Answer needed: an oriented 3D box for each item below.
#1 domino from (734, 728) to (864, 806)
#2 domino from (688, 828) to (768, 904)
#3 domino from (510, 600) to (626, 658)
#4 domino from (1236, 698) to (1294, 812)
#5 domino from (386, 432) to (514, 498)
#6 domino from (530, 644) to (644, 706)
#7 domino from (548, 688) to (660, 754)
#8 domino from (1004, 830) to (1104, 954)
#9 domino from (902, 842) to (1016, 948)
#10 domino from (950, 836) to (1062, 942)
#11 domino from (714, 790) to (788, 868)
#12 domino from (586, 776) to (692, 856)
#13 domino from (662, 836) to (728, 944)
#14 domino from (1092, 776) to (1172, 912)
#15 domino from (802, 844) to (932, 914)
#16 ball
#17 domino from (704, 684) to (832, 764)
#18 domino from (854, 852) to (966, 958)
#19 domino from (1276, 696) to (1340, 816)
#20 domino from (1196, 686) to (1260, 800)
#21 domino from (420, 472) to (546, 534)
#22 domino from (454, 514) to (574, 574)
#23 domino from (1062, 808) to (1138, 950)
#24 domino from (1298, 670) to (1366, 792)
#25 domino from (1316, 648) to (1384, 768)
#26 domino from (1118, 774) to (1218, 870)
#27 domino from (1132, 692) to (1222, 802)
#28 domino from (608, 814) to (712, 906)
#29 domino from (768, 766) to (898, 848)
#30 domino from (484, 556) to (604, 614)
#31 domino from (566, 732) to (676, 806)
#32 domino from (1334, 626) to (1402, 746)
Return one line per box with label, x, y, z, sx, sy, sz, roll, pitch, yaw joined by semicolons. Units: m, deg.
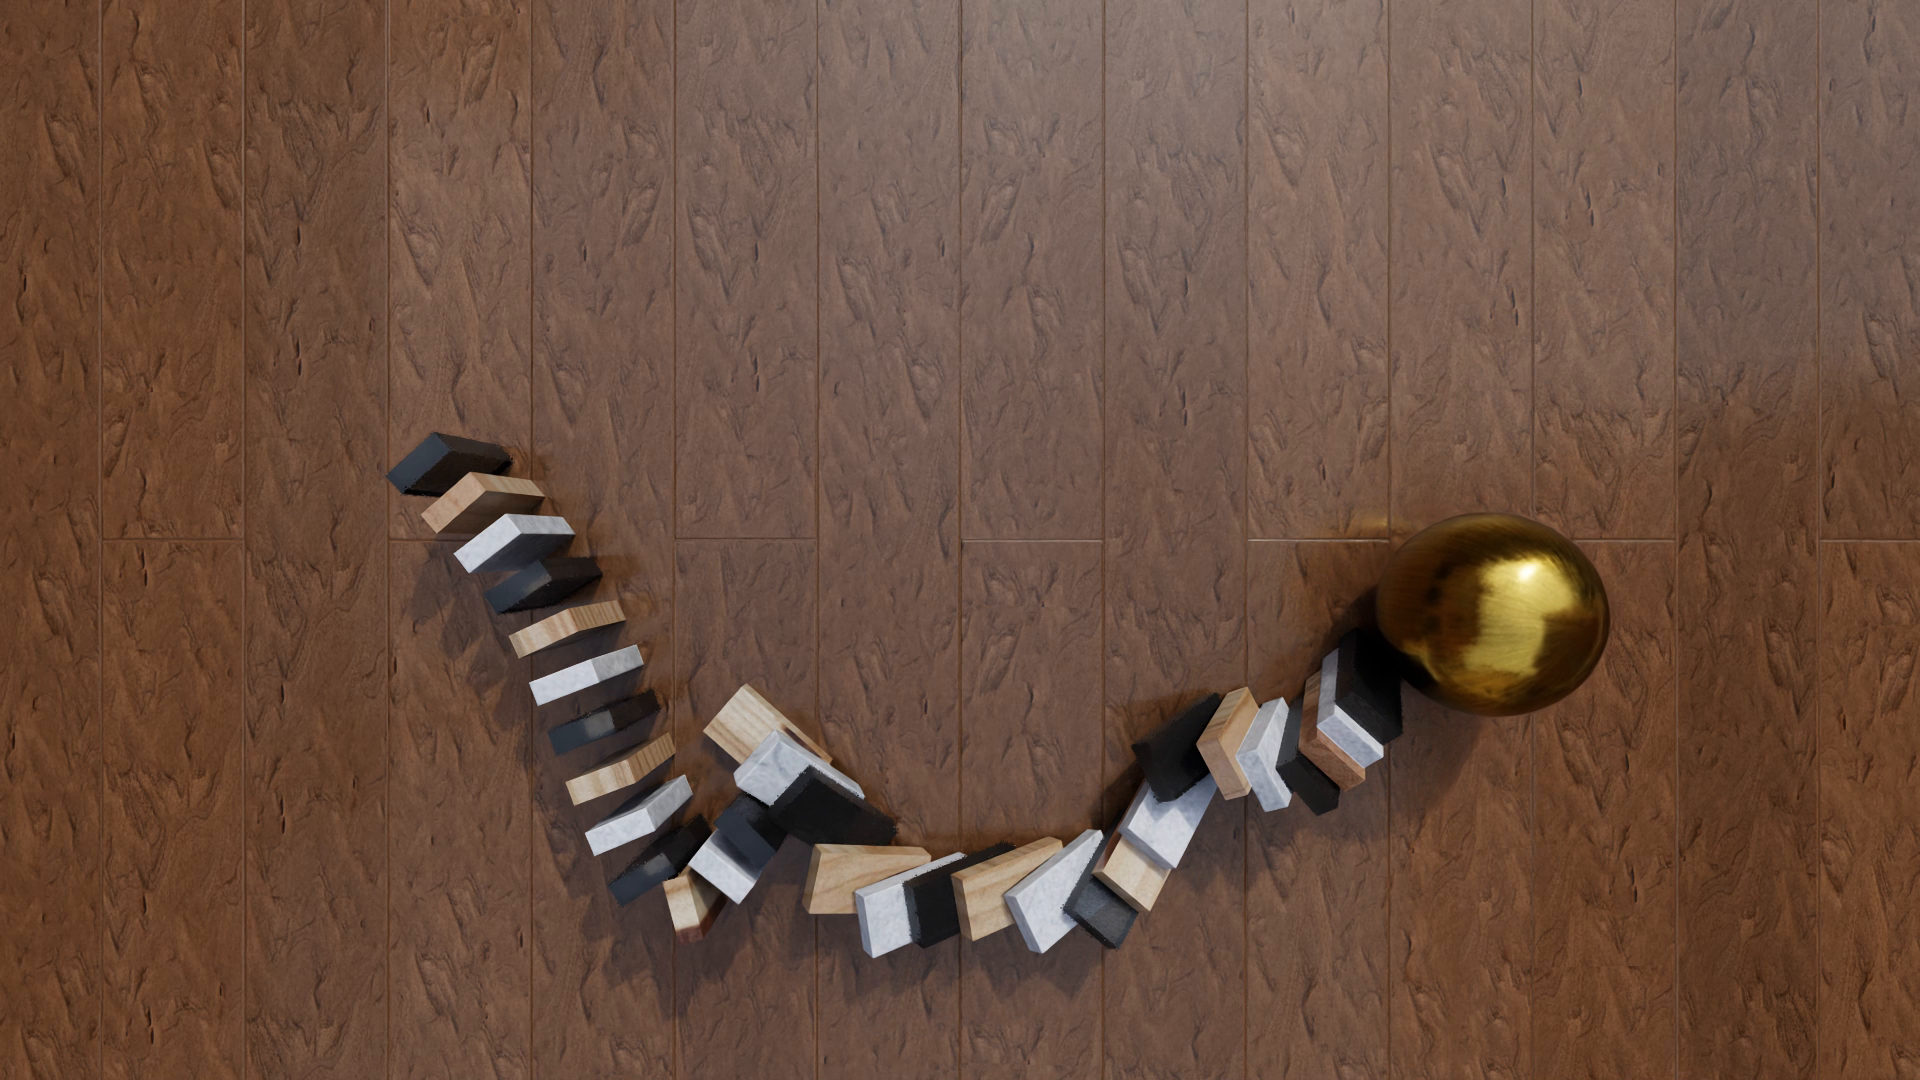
domino;-0.067;0.103;0.383;0.025;0.010;0.050;-48;120;-1
domino;-0.091;0.128;0.375;0.025;0.050;0.010;38;90;0
domino;-0.159;0.036;0.375;0.025;0.050;0.009;-25;90;0
domino;0.129;0.087;0.377;0.010;0.050;0.025;-28;90;34
domino;-0.207;-0.029;0.375;0.025;0.050;0.010;-42;90;0
domino;-0.151;0.054;0.375;0.025;0.050;0.010;-21;90;0
domino;-0.144;0.074;0.375;0.025;0.050;0.010;-20;90;0
domino;0.044;0.146;0.383;0.050;0.009;0.025;-26;90;-33
domino;0.002;0.148;0.383;0.050;0.010;0.025;-11;92;-30
domino;0.022;0.145;0.383;0.050;0.010;0.025;-10;90;-30
domino;-0.082;0.114;0.375;0.025;0.050;0.009;45;91;0
domino;-0.130;0.112;0.375;0.025;0.050;0.010;-23;90;0
domino;-0.106;0.141;0.375;0.009;0.050;0.025;-15;90;0
domino;0.078;0.126;0.383;0.025;0.010;0.050;40;59;-2
domino;-0.039;0.142;0.384;0.050;0.009;0.025;12;90;-27
ball;0.206;0.029;0.360;0.080;0.080;0.080;0;90;0
domino;-0.083;0.088;0.395;0.050;0.010;0.025;41;90;0
domino;-0.018;0.152;0.383;0.050;0.010;0.025;-10;93;-30
domino;0.145;0.087;0.377;0.025;0.050;0.010;49;125;-1
domino;0.114;0.082;0.377;0.010;0.050;0.025;-28;90;34
domino;-0.194;-0.014;0.375;0.025;0.050;0.009;-41;90;0
domino;-0.181;0.001;0.375;0.025;0.050;0.009;-38;90;0
domino;0.067;0.141;0.383;0.025;0.010;0.050;41;59;-2
domino;0.154;0.077;0.377;0.025;0.050;0.010;42;124;0
domino;0.161;0.068;0.377;0.025;0.050;0.010;42;124;0
domino;0.089;0.109;0.383;0.025;0.009;0.050;40;59;0
domino;0.095;0.085;0.380;0.050;0.009;0.025;-22;84;-39
domino;-0.121;0.130;0.375;0.025;0.050;0.009;-32;90;0
domino;-0.053;0.118;0.383;0.025;0.010;0.050;-47;120;0
domino;-0.169;0.018;0.375;0.025;0.050;0.009;-33;90;0
domino;-0.137;0.093;0.375;0.025;0.050;0.010;-20;90;0
domino;0.168;0.059;0.377;0.025;0.050;0.010;42;124;0
